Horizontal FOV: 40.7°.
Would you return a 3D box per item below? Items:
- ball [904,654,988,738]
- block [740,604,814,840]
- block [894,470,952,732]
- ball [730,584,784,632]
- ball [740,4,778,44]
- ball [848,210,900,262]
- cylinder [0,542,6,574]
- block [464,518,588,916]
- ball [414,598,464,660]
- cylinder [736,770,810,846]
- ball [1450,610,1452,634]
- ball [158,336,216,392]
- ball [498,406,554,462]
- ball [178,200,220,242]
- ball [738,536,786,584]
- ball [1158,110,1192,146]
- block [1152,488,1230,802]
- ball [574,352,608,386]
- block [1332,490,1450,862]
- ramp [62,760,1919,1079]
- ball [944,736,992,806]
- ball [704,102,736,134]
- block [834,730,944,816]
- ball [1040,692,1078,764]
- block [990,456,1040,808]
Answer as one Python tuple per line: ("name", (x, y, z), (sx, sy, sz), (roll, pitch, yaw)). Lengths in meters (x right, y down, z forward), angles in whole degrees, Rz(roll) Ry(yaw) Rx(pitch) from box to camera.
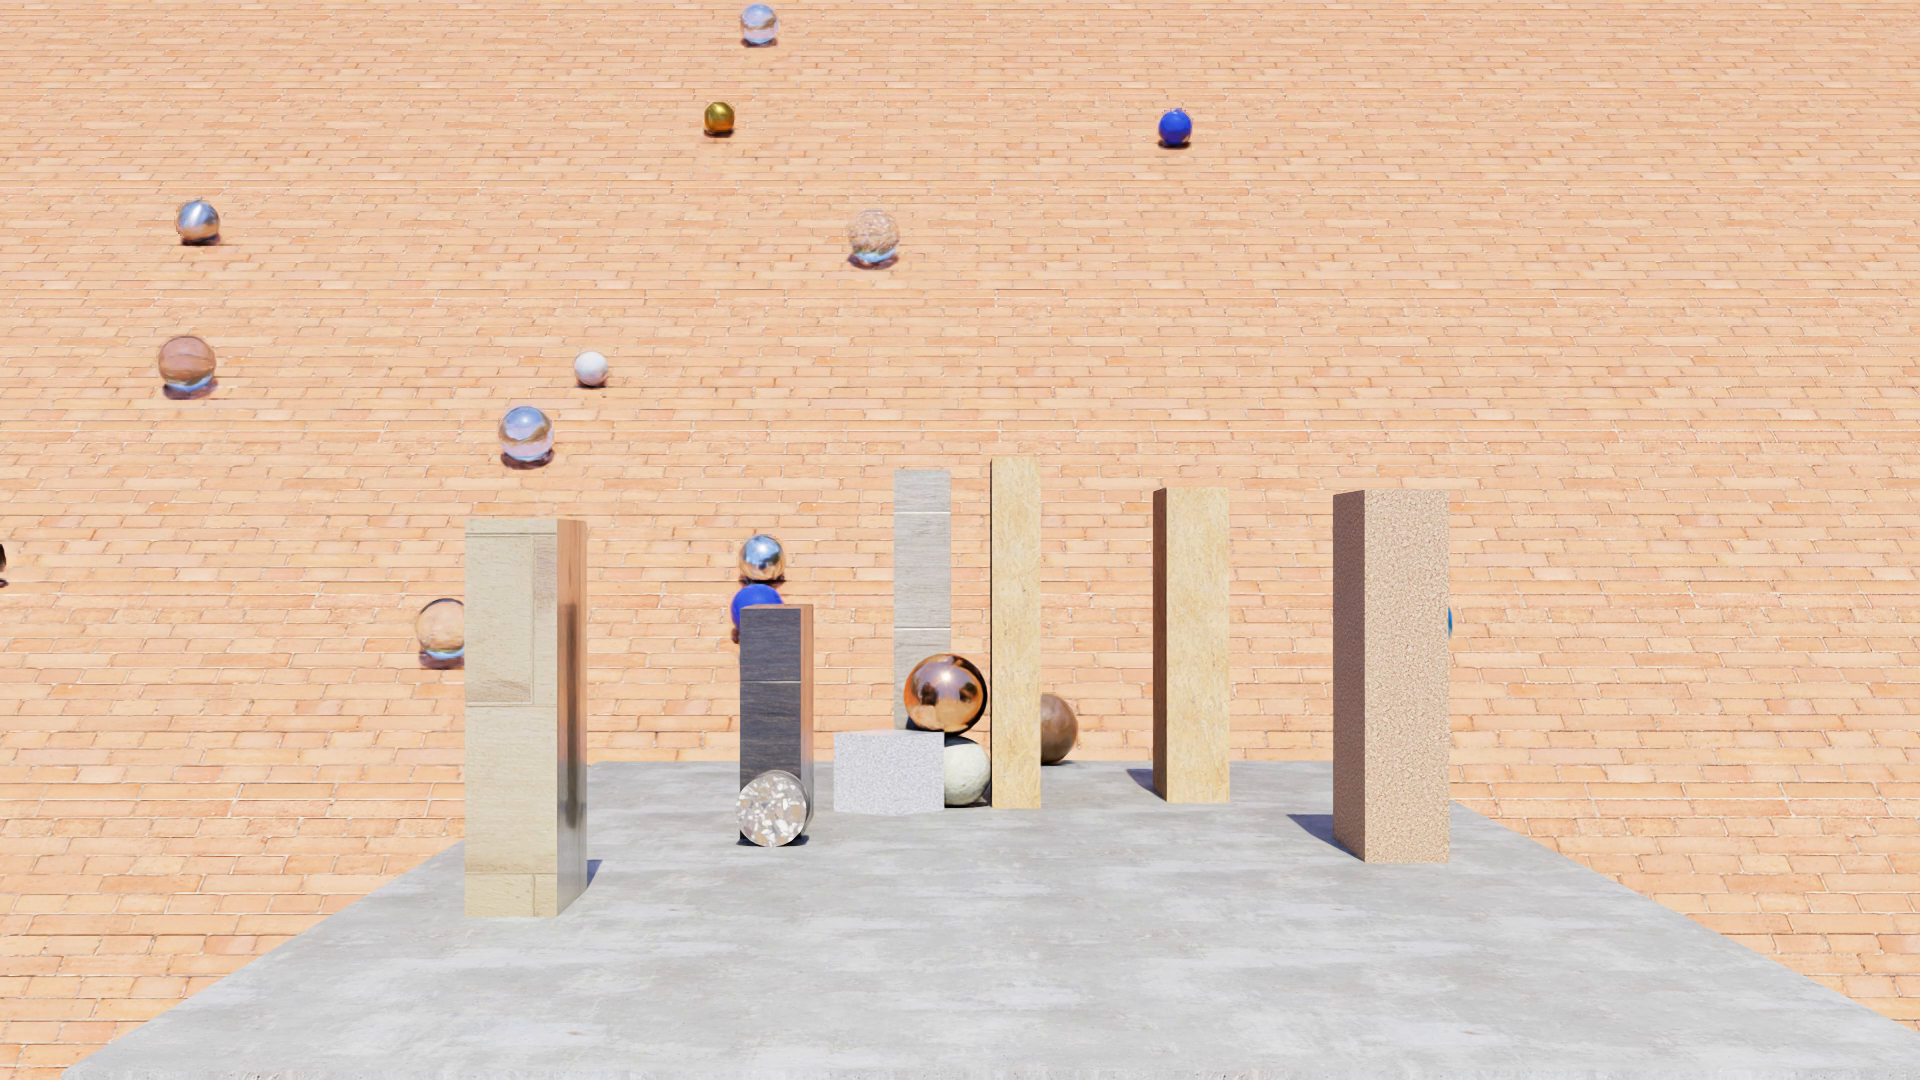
("ball", (-0.030, 0.328, 5.464), (0.177, 0.177, 0.177), (0, 31, 0))
("block", (-0.356, 0.346, 5.071), (0.115, 0.433, 0.427), (0, 0, 0))
("block", (-0.081, 0.207, 5.728), (0.122, 0.715, 0.349), (0, 0, 0))
("ball", (-0.571, 0.201, 7.312), (0.157, 0.157, 0.157), (0, 31, 0))
("ball", (-0.891, -2.288, 11.476), (0.172, 0.172, 0.172), (0, 31, 0))
("ball", (-0.316, -1.115, 9.487), (0.193, 0.193, 0.193), (0, 31, 0))
("cylinder", (-2.920, 0.060, 7.501), (0.207, 0.207, 0.207), (17, 34, 26))
("block", (-0.662, 0.263, 3.973), (0.136, 0.587, 0.308), (0, 0, 0))
("ball", (-1.433, 0.247, 7.222), (0.171, 0.171, 0.171), (0, 31, 0))
("cylinder", (-0.345, 0.496, 4.792), (0.130, 0.130, 0.130), (0, 0, 0))
("ball", (1.276, 0.230, 7.226), (0.197, 0.197, 0.197), (0, 31, 0))
("ball", (-2.570, -0.586, 8.605), (0.187, 0.187, 0.187), (0, 31, 0))
("ball", (-1.374, -0.337, 8.200), (0.175, 0.175, 0.175), (0, 31, 0))
("ball", (-2.837, -1.187, 9.647), (0.153, 0.153, 0.153), (0, 31, 0))
("ball", (-0.578, 0.057, 7.572), (0.140, 0.140, 0.140), (0, 31, 0))
("ball", (0.870, -1.664, 10.461), (0.140, 0.140, 0.140), (0, 31, 0))
("block", (0.512, 0.226, 5.765), (0.134, 0.678, 0.400), (0, 0, 0))
("ball", (-1.232, -0.574, 8.656), (0.113, 0.113, 0.113), (0, 31, 0))
("block", (0.774, 0.237, 4.672), (0.146, 0.646, 0.383), (0, 0, 0))
("ramp", (0.069, 0.610, 4.680), (2.000, 0.100, 4.000), (0, 0, 0))
("ball", (-0.007, 0.489, 5.479), (0.149, 0.149, 0.149), (0, 31, 0))
("ball", (-0.982, -1.723, 10.569), (0.131, 0.131, 0.131), (0, 31, 0))
("block", (-0.148, 0.482, 5.395), (0.162, 0.162, 0.162), (0, 0, 40))
("ball", (0.210, 0.479, 6.570), (0.181, 0.181, 0.181), (0, 31, 0))
("block", (0.118, 0.195, 5.617), (0.102, 0.739, 0.360), (0, 0, 0))
